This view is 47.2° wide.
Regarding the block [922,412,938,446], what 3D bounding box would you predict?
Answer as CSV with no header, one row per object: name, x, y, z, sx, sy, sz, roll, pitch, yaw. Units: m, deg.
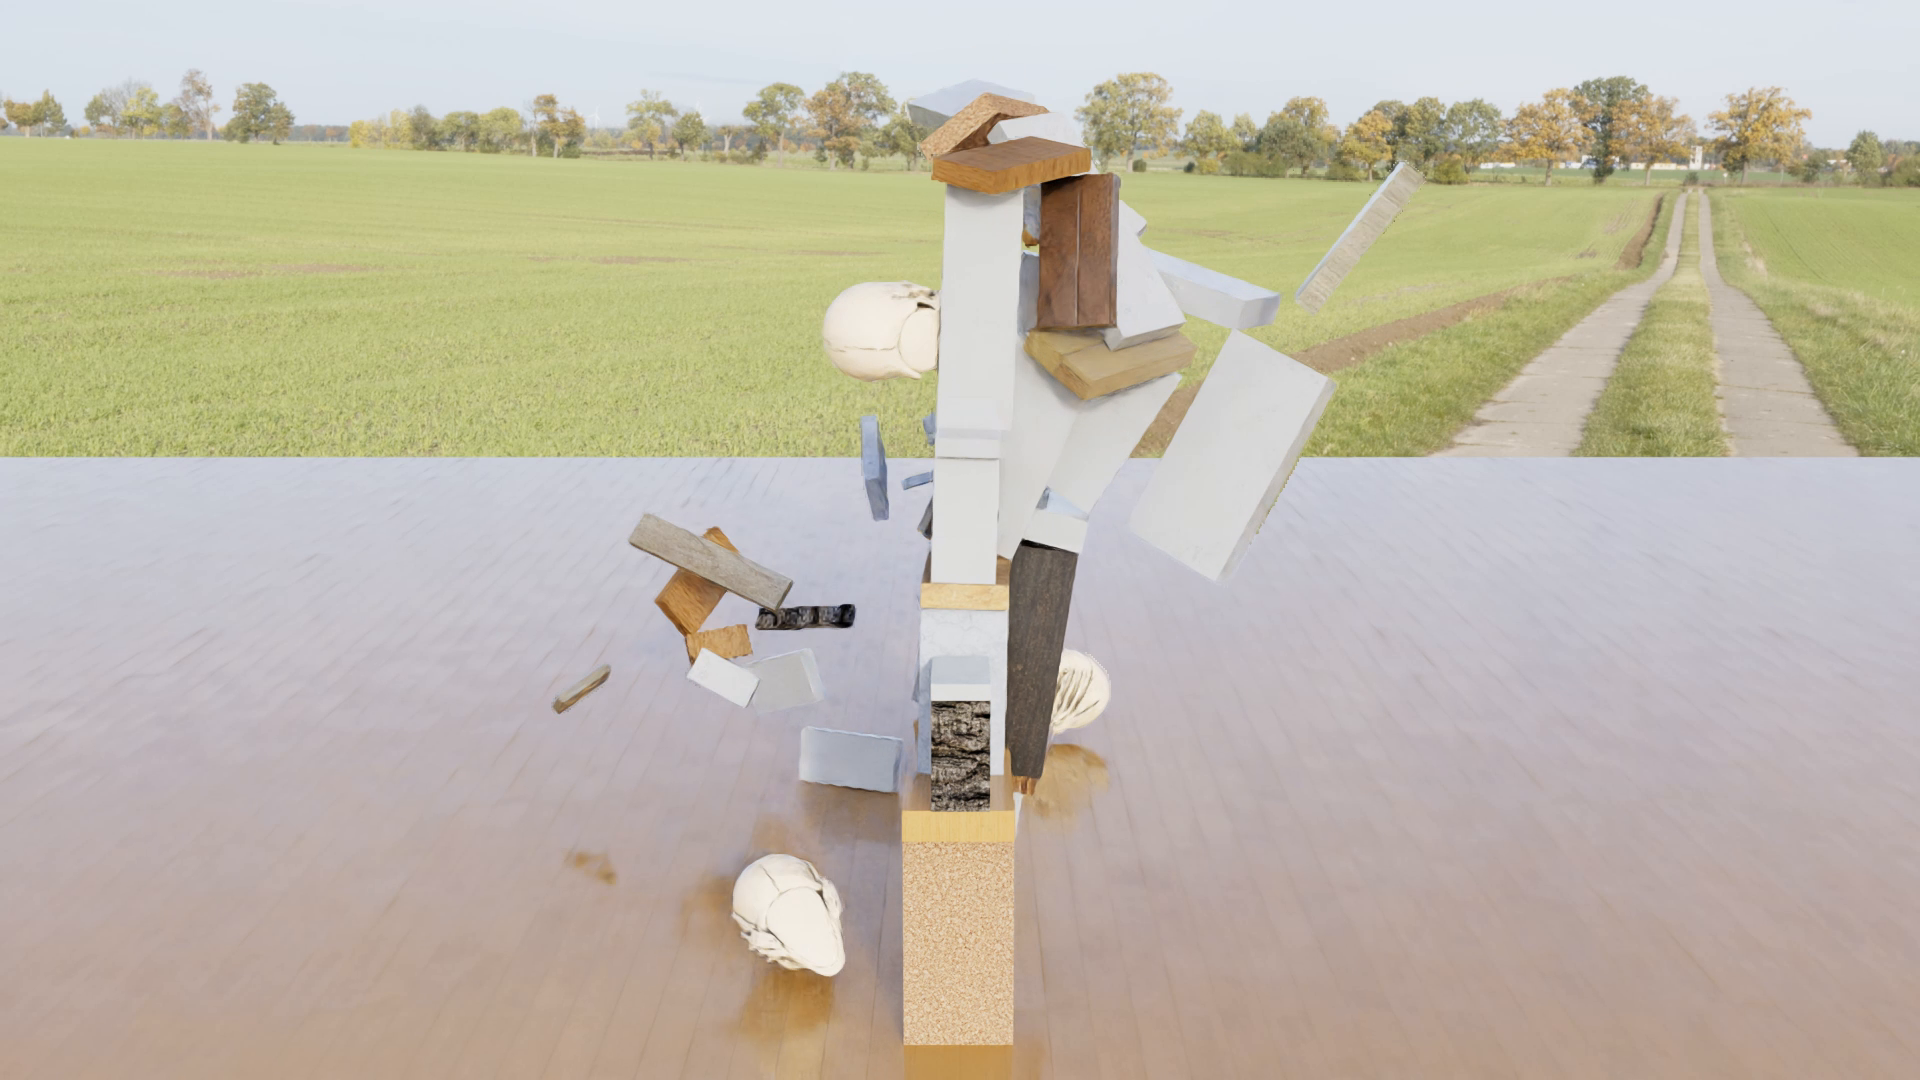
block,-0.043,-0.209,4.061,0.045,0.013,0.091,-29,30,9

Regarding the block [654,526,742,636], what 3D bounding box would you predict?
block,-0.517,0.083,4.393,0.029,0.103,0.206,-5,41,45

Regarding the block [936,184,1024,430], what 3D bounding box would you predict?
block,0.026,-0.328,3.050,0.106,0.355,0.030,1,20,-4

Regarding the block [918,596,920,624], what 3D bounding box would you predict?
block,-0.022,0.259,4.402,0.103,0.301,0.029,-3,-5,-12

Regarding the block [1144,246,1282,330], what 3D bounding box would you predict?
block,0.329,-0.428,3.592,0.356,0.050,0.178,23,18,22

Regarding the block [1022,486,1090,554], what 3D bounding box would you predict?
block,0.114,-0.049,3.436,0.172,0.049,0.345,15,9,2

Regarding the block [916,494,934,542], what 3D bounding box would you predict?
block,-0.026,-0.062,3.897,0.019,0.133,0.067,16,-14,36

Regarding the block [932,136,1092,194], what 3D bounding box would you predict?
block,0.072,-0.512,2.994,0.106,0.030,0.212,20,28,36

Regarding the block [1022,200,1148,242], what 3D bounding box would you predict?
block,0.162,-0.537,3.529,0.257,0.128,0.036,41,-7,12

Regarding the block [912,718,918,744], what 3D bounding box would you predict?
block,-0.016,0.418,3.993,0.103,0.205,0.029,-10,10,2

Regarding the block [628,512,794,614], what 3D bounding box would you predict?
block,-0.464,0.041,4.088,0.321,0.067,0.019,24,-18,16

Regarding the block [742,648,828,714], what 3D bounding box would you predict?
block,-0.345,0.277,4.309,0.029,0.103,0.205,-20,2,-40

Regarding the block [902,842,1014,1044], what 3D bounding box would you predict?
block,-0.002,0.549,3.055,0.153,0.305,0.043,0,11,0

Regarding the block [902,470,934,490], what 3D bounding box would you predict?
block,-0.044,-0.117,3.974,0.116,0.016,0.058,-17,-1,-13

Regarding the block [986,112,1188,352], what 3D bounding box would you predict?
block,0.183,-0.452,3.194,0.129,0.378,0.036,-18,-18,-38

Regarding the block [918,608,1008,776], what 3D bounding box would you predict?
block,0.004,0.210,3.126,0.123,0.246,0.035,1,12,0

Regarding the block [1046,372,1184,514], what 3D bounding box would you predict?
block,0.214,-0.178,3.326,0.125,0.250,0.035,35,16,5

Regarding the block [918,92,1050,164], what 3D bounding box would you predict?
block,0.046,-0.615,3.343,0.129,0.036,0.257,-35,-8,22

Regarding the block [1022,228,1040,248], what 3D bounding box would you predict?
block,0.089,-0.607,3.699,0.128,0.036,0.256,-21,65,-42

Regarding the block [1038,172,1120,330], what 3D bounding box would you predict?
block,0.166,-0.402,3.076,0.106,0.212,0.030,0,-5,24

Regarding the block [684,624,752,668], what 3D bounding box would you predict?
block,-0.475,0.207,4.328,0.122,0.061,0.017,-11,-9,-18

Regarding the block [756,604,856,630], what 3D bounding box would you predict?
block,-0.290,0.146,4.128,0.186,0.013,0.045,-3,44,13

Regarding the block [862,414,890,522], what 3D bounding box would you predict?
block,-0.166,-0.141,4.300,0.029,0.103,0.206,-9,39,3

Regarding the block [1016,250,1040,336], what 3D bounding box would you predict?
block,0.098,-0.241,3.726,0.178,0.485,0.050,11,13,-12

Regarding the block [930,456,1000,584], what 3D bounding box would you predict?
block,0.007,-0.030,3.052,0.090,0.180,0.025,2,14,1

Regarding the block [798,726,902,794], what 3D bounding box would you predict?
block,-0.213,0.426,4.264,0.205,0.103,0.029,5,1,25

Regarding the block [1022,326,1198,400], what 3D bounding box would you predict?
block,0.219,-0.277,3.168,0.125,0.035,0.250,43,39,24

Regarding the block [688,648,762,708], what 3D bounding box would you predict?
block,-0.431,0.253,4.024,0.122,0.061,0.017,27,-1,9

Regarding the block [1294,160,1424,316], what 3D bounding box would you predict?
block,0.602,-0.457,3.328,0.036,0.257,0.129,38,14,0

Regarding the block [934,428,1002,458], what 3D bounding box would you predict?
block,0.012,-0.141,3.087,0.090,0.025,0.180,2,10,1

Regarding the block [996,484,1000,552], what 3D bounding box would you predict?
block,0.011,-0.051,3.170,0.090,0.180,0.025,2,14,1

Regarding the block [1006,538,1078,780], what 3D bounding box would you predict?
block,0.067,0.176,3.366,0.172,0.365,0.049,8,16,-1

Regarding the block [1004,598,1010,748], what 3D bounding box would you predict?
block,0.007,0.277,3.306,0.123,0.441,0.035,2,11,2

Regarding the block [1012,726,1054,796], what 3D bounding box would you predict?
block,0.076,0.343,3.536,0.121,0.034,0.243,10,14,6

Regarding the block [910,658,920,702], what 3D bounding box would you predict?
block,0.047,0.118,3.586,0.172,0.345,0.049,14,18,-7

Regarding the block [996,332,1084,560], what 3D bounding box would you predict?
block,0.080,-0.134,3.204,0.125,0.313,0.035,23,21,-1

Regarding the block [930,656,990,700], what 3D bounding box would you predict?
block,0.001,0.188,2.997,0.079,0.022,0.158,0,11,0

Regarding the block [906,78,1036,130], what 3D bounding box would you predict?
block,0.018,-0.714,3.640,0.128,0.036,0.256,-23,24,-15

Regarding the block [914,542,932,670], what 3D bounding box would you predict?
block,-0.008,0.125,3.876,0.116,0.231,0.033,5,10,-11

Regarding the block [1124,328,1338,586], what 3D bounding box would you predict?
block,0.420,-0.129,3.420,0.178,0.355,0.050,32,8,27

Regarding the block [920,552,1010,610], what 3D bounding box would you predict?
block,0.010,0.057,3.180,0.123,0.035,0.246,2,10,1

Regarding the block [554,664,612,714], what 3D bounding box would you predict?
block,-0.738,0.290,4.297,0.122,0.017,0.061,-37,-10,-31

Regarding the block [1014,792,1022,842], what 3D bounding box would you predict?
block,0.023,0.492,3.490,0.121,0.243,0.034,9,11,-1

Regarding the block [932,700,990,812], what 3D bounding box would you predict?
block,0.001,0.287,2.962,0.079,0.158,0.022,0,11,0

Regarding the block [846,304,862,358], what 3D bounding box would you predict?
block,-0.201,-0.395,4.172,0.013,0.091,0.045,-6,-28,13

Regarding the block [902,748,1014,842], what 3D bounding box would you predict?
block,-0.002,0.359,3.123,0.153,0.043,0.305,0,11,0
